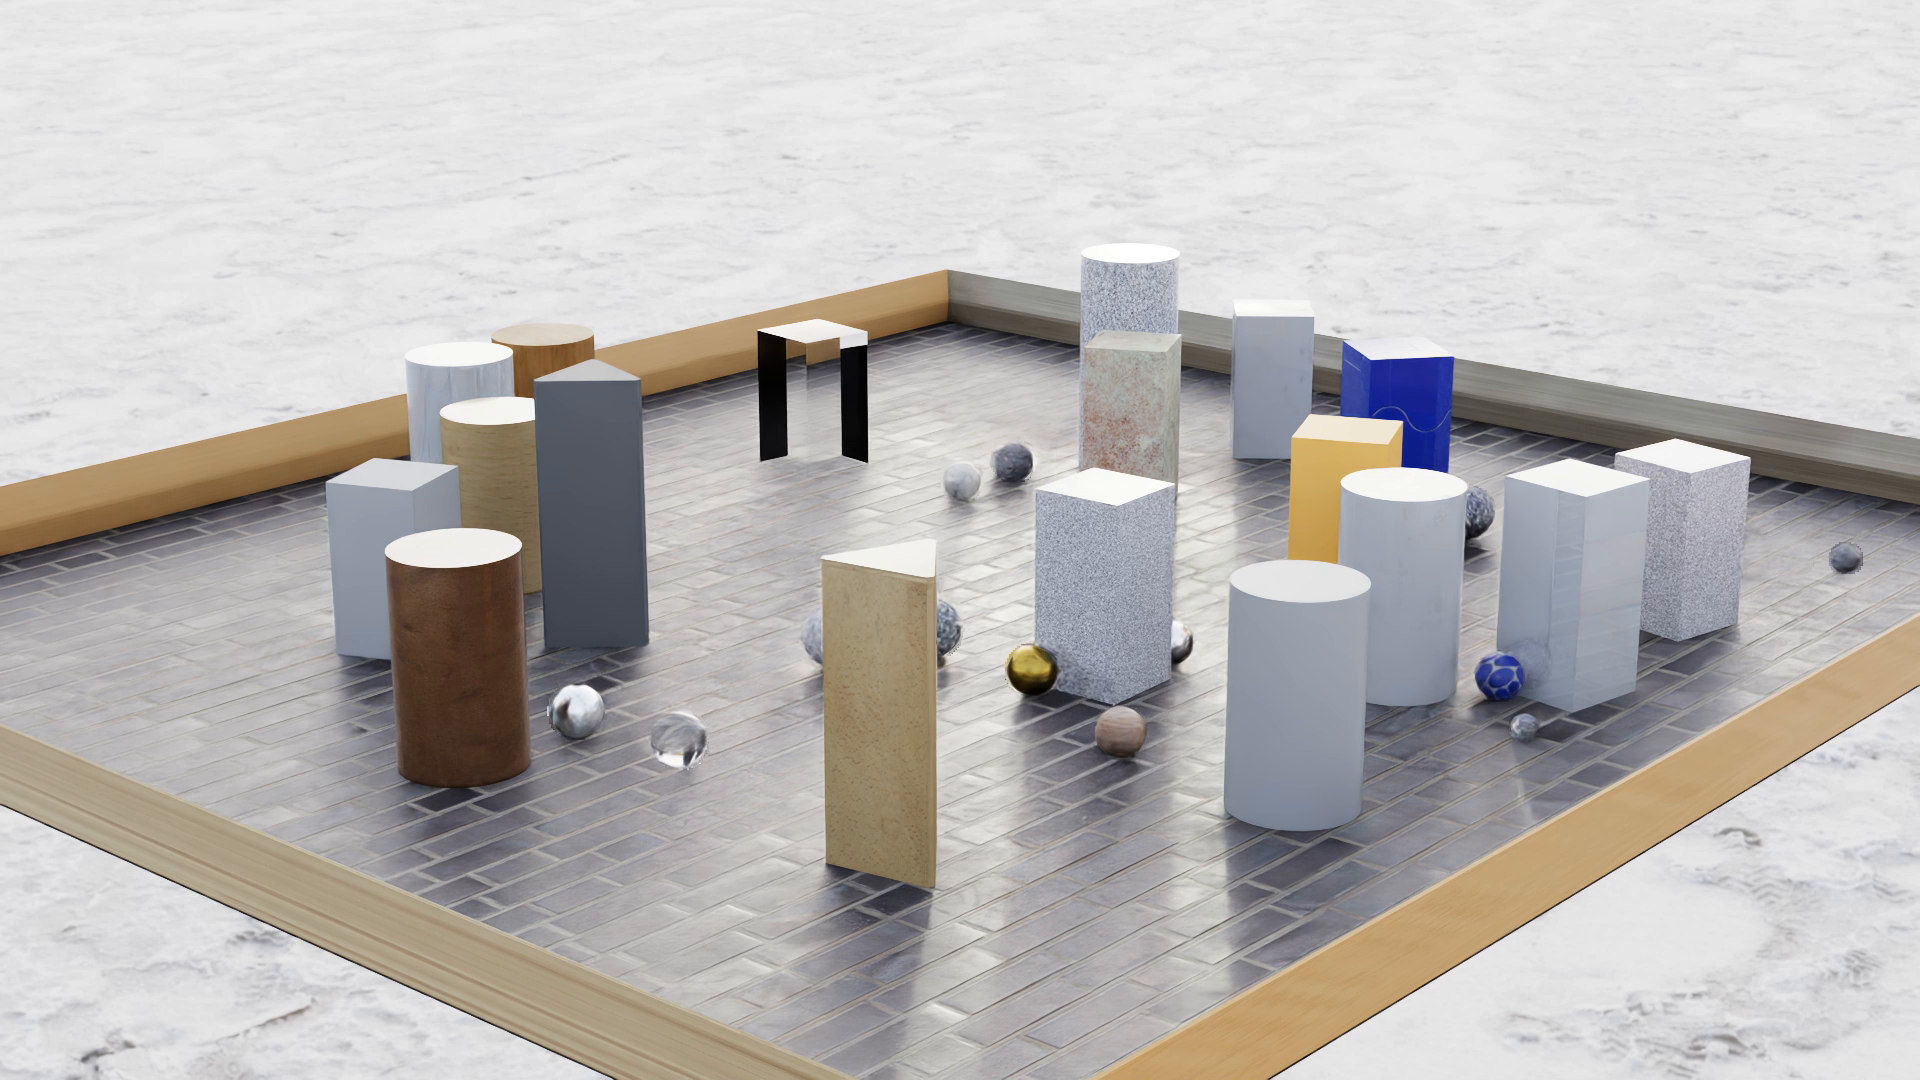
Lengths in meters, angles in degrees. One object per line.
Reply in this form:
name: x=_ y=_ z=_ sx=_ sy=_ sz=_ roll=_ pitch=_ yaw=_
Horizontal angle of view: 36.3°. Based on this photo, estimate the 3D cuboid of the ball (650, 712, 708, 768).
ball: x=-0.415 y=0.295 z=4.328 sx=0.084 sy=0.084 sz=0.084 roll=0 pitch=17 yaw=0

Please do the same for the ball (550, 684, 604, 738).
ball: x=-0.581 y=0.259 z=4.450 sx=0.082 sy=0.082 sz=0.082 roll=0 pitch=17 yaw=0

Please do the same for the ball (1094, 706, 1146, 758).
ball: x=0.239 y=0.286 z=4.370 sx=0.077 sy=0.077 sz=0.077 roll=0 pitch=17 yaw=0

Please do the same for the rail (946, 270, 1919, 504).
rail: x=1.063 y=-0.322 z=6.293 sx=2.944 sy=0.128 sz=0.045 roll=14 pitch=22 yaw=39

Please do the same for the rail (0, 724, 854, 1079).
rail: x=-1.063 y=0.385 z=3.947 sx=2.944 sy=0.128 sz=0.045 roll=14 pitch=22 yaw=39

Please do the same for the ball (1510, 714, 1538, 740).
ball: x=0.855 y=0.283 z=4.442 sx=0.041 sy=0.041 sz=0.041 roll=0 pitch=17 yaw=0

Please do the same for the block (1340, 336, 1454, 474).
block: x=0.797 y=-0.174 z=5.391 sx=0.157 sy=0.367 sz=0.157 roll=-3 pitch=17 yaw=-11

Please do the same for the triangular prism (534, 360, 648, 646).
triangular prism: x=-0.606 y=-0.062 z=4.871 sx=0.170 sy=0.454 sz=0.147 roll=-1 pitch=17 yaw=-2

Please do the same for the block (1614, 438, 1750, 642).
block: x=1.211 y=-0.002 z=4.952 sx=0.157 sy=0.291 sz=0.157 roll=-13 pitch=21 yaw=-36

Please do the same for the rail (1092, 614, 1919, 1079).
rail: x=1.094 y=0.306 z=4.211 sx=0.045 sy=0.128 sz=3.292 roll=14 pitch=22 yaw=39

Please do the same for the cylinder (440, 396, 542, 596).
cylinder: x=-0.809 y=-0.077 z=5.167 sx=0.196 sy=0.311 sz=0.196 roll=0 pitch=17 yaw=0

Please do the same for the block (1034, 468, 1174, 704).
block: x=0.228 y=0.071 z=4.652 sx=0.157 sy=0.325 sz=0.157 roll=13 pitch=21 yaw=36

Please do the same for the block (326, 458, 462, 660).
block: x=-0.927 y=0.033 z=4.834 sx=0.157 sy=0.293 sz=0.157 roll=5 pitch=18 yaw=18

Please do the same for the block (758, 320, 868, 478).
block: x=-0.297 y=-0.289 z=5.933 sx=0.157 sy=0.275 sz=0.157 roll=-14 pitch=22 yaw=-39

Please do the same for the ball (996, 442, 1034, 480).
ball: x=0.108 y=-0.156 z=5.835 sx=0.077 sy=0.077 sz=0.077 roll=0 pitch=17 yaw=0

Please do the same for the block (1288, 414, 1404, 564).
block: x=0.639 y=-0.013 z=4.878 sx=0.157 sy=0.355 sz=0.157 roll=5 pitch=18 yaw=16

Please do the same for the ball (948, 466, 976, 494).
ball: x=0.004 y=-0.116 z=5.703 sx=0.053 sy=0.053 sz=0.053 roll=0 pitch=17 yaw=0

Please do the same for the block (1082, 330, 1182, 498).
block: x=0.332 y=-0.229 z=5.657 sx=0.157 sy=0.318 sz=0.157 roll=4 pitch=17 yaw=14

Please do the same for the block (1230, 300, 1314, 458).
block: x=0.640 y=-0.332 z=6.036 sx=0.157 sy=0.298 sz=0.157 roll=1 pitch=17 yaw=2

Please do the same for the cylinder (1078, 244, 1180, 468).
cylinder: x=0.339 y=-0.363 z=5.902 sx=0.196 sy=0.435 sz=0.196 roll=0 pitch=17 yaw=0

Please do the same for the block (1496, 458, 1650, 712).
block: x=0.962 y=0.070 z=4.614 sx=0.157 sy=0.349 sz=0.157 roll=-14 pitch=22 yaw=-38

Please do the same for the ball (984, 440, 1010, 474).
ball: x=0.087 y=-0.163 z=5.901 sx=0.076 sy=0.076 sz=0.076 roll=0 pitch=17 yaw=0

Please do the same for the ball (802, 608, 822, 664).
ball: x=-0.208 y=0.156 z=4.762 sx=0.098 sy=0.098 sz=0.098 roll=0 pitch=17 yaw=0

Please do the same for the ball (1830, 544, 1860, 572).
ball: x=1.587 y=0.033 z=5.253 sx=0.052 sy=0.052 sz=0.052 roll=0 pitch=17 yaw=0

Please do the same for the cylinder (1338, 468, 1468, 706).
cylinder: x=0.694 y=0.072 z=4.633 sx=0.196 sy=0.333 sz=0.196 roll=0 pitch=17 yaw=0

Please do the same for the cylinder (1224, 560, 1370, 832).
cylinder: x=0.475 y=0.218 z=4.146 sx=0.196 sy=0.336 sz=0.196 roll=0 pitch=17 yaw=0

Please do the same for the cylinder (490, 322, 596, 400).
cylinder: x=-0.800 y=-0.237 z=5.665 sx=0.196 sy=0.329 sz=0.196 roll=0 pitch=17 yaw=0

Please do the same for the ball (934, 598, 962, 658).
ball: x=-0.045 y=0.144 z=4.805 sx=0.096 sy=0.096 sz=0.096 roll=0 pitch=17 yaw=0

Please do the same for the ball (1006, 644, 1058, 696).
ball: x=0.115 y=0.206 z=4.628 sx=0.081 sy=0.081 sz=0.081 roll=0 pitch=17 yaw=0

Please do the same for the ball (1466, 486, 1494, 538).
ball: x=0.943 y=-0.051 z=5.450 sx=0.098 sy=0.098 sz=0.098 roll=0 pitch=17 yaw=0

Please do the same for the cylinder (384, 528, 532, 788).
cylinder: x=-0.734 y=0.172 z=4.301 sx=0.196 sy=0.335 sz=0.196 roll=0 pitch=17 yaw=0

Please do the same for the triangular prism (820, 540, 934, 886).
triangular prism: x=-0.073 y=0.225 z=3.953 sx=0.170 sy=0.434 sz=0.147 roll=10 pitch=19 yaw=29

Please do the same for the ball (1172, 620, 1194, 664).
ball: x=0.345 y=0.167 z=4.772 sx=0.072 sy=0.072 sz=0.072 roll=0 pitch=17 yaw=0

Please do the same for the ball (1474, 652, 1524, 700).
ball: x=0.847 y=0.214 z=4.610 sx=0.076 sy=0.076 sz=0.076 roll=0 pitch=17 yaw=0

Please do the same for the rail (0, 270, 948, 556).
rail: x=-1.094 y=-0.242 z=6.029 sx=0.045 sy=0.128 sz=3.292 roll=14 pitch=22 yaw=39

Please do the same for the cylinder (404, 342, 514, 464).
cylinder: x=-0.920 y=-0.176 z=5.436 sx=0.196 sy=0.346 sz=0.196 roll=0 pitch=17 yaw=0
